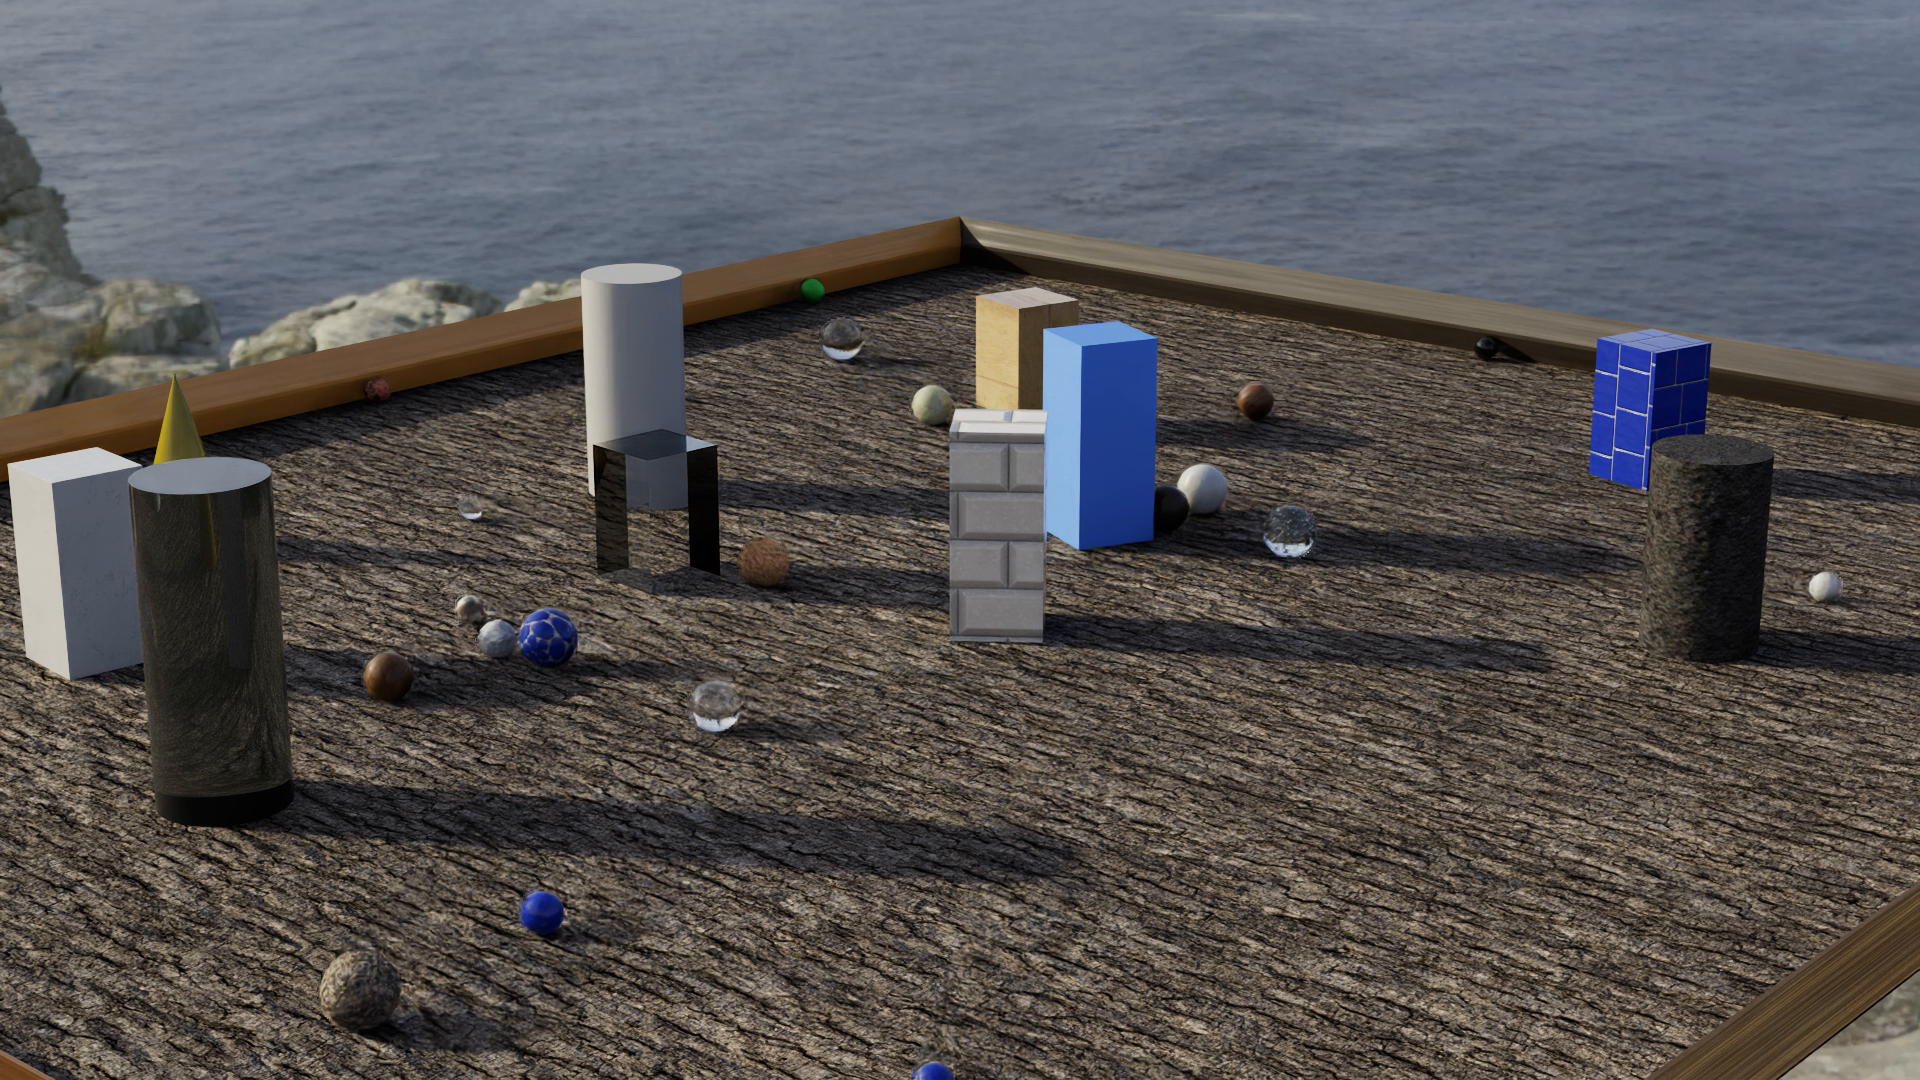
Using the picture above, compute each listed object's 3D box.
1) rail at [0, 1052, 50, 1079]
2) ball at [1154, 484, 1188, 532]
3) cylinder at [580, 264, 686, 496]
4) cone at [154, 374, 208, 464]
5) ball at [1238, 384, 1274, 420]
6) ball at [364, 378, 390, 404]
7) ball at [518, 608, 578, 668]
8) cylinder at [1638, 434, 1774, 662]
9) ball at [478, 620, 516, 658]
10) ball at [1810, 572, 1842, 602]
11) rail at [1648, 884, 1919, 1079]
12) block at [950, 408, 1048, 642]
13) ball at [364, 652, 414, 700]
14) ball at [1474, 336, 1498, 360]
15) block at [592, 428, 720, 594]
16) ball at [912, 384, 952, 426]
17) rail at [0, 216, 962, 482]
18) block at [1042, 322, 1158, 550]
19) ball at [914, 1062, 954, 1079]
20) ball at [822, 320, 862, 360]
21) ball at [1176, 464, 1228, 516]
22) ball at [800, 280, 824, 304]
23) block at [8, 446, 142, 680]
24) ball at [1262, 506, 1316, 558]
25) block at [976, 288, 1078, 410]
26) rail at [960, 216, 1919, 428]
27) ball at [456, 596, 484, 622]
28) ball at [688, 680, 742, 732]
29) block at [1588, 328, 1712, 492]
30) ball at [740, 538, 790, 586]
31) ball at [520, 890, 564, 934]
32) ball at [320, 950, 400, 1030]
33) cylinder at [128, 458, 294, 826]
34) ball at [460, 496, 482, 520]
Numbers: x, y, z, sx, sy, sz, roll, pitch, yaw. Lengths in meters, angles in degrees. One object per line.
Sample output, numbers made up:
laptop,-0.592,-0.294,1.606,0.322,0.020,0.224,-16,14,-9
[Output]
rail,-1.429,0.507,3.544,3.832,0.126,0.045,14,22,39
ball,0.385,-0.060,5.494,0.088,0.088,0.088,0,17,0
cylinder,-0.634,-0.307,5.718,0.194,0.432,0.194,0,17,0
cone,-1.426,-0.148,5.370,0.194,0.327,0.194,0,17,0
ball,0.634,-0.297,6.297,0.078,0.078,0.078,0,17,0
ball,-1.280,-0.327,6.436,0.054,0.054,0.054,0,17,0
ball,-0.667,0.159,4.752,0.097,0.097,0.097,0,17,0
cylinder,1.227,0.013,4.826,0.194,0.334,0.194,0,17,0
ball,-0.758,0.162,4.800,0.063,0.063,0.063,0,17,0
ball,1.500,0.082,5.083,0.053,0.053,0.053,0,17,0
rail,1.429,0.390,3.933,0.045,0.126,4.408,14,22,39
block,0.065,-0.025,4.907,0.155,0.360,0.155,1,17,3
ball,-0.897,0.214,4.604,0.077,0.077,0.077,0,17,0
ball,1.228,-0.447,6.834,0.054,0.054,0.054,0,17,0
block,-0.537,-0.052,5.199,0.155,0.243,0.155,-16,23,-42
ball,-0.060,-0.288,6.251,0.086,0.086,0.086,0,17,0
rail,-1.429,-0.327,6.308,0.045,0.126,4.408,14,22,39
block,0.257,-0.195,5.428,0.155,0.384,0.155,-7,18,-23
ball,-0.030,0.616,3.324,0.047,0.047,0.047,0,17,0
ball,-0.275,-0.464,6.821,0.095,0.095,0.095,0,17,0
ball,0.462,-0.096,5.597,0.097,0.097,0.097,0,17,0
ball,-0.374,-0.628,7.421,0.062,0.062,0.062,0,17,0
block,-1.422,0.036,4.758,0.155,0.329,0.155,-15,22,-40
ball,0.599,-0.015,5.330,0.096,0.096,0.096,0,17,0
block,0.142,-0.377,6.214,0.155,0.278,0.155,-11,20,-33
rail,1.429,-0.444,6.696,3.832,0.126,0.045,14,22,39
ball,-0.832,0.117,4.977,0.046,0.046,0.046,0,17,0
ball,-0.373,0.254,4.467,0.080,0.080,0.080,0,17,0
block,1.370,-0.260,5.827,0.155,0.278,0.155,-11,20,-33
ball,-0.344,0.040,5.166,0.086,0.086,0.086,0,17,0
ball,-0.536,0.478,3.764,0.056,0.056,0.056,0,17,0
ball,-0.716,0.538,3.502,0.095,0.095,0.095,0,17,0
cylinder,-1.054,0.142,4.136,0.194,0.485,0.194,0,17,0
ball,-0.928,-0.060,5.571,0.044,0.044,0.044,0,17,0
